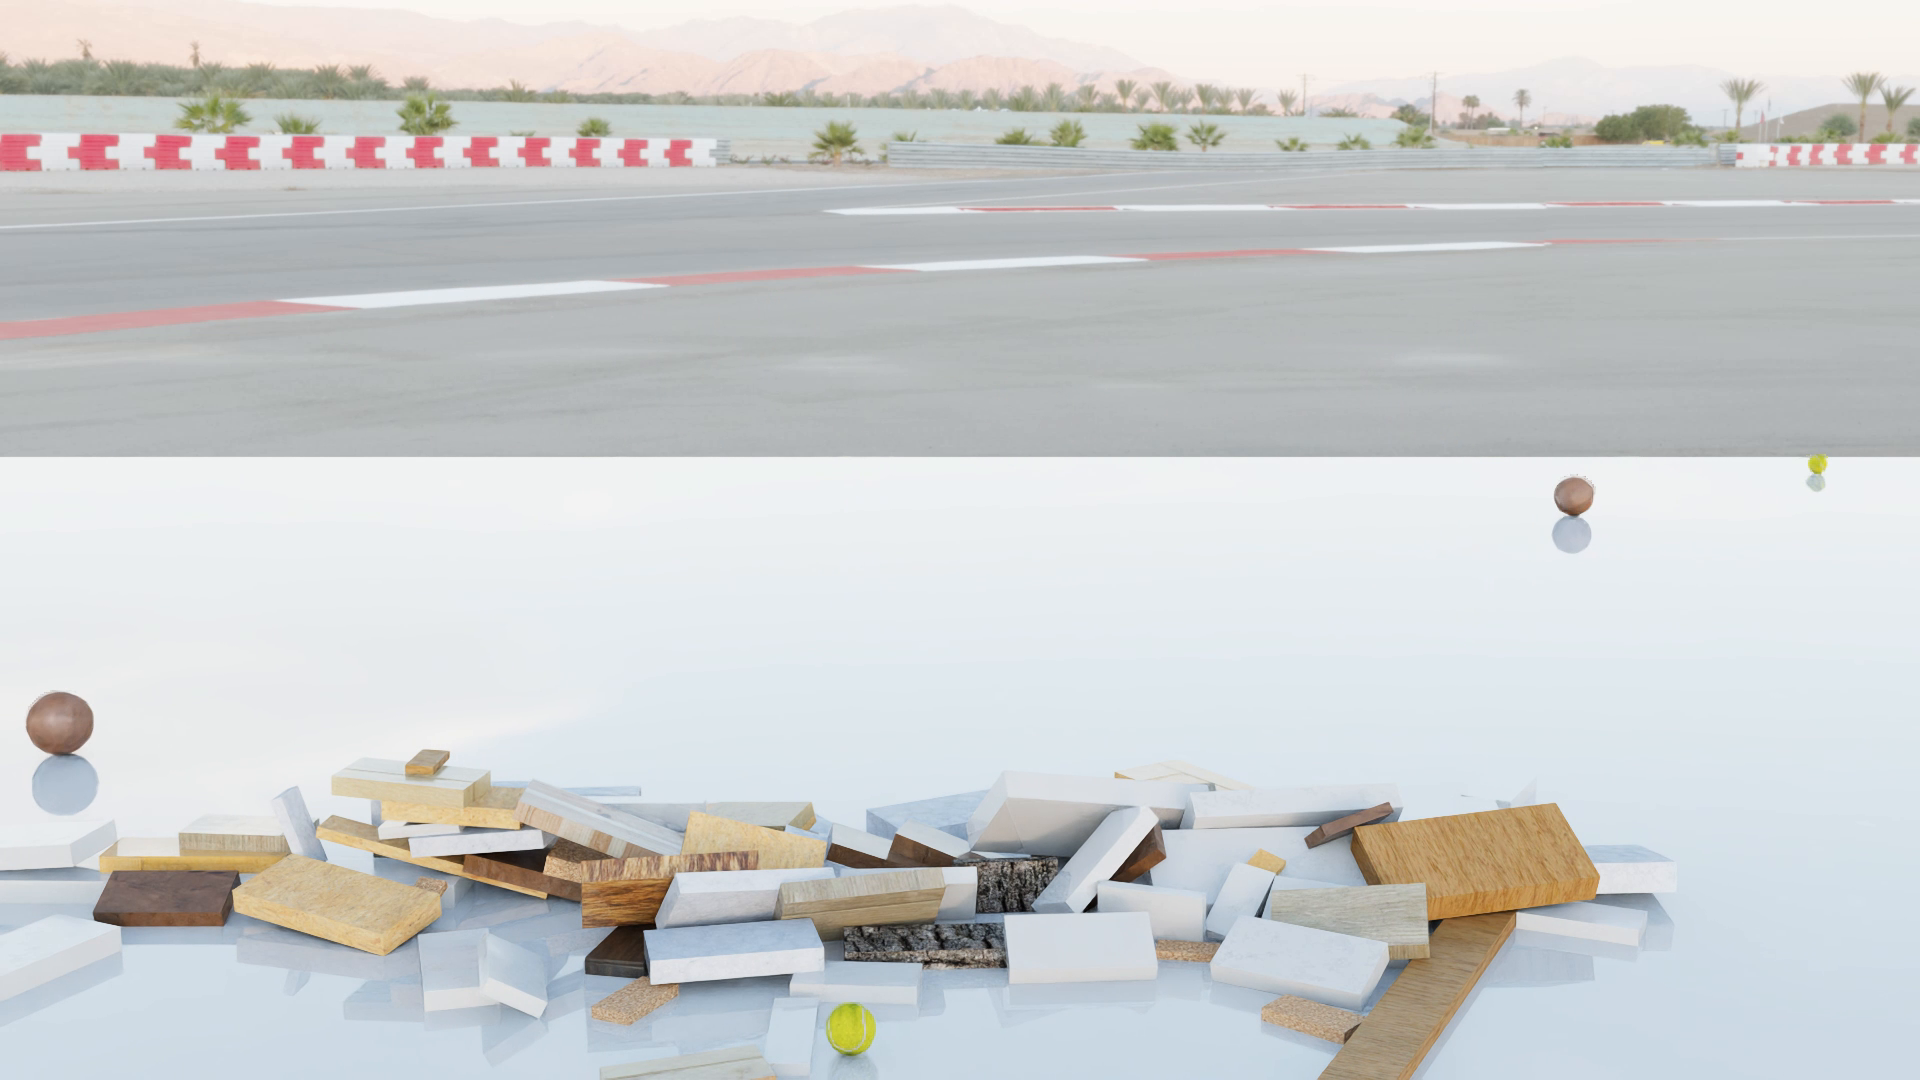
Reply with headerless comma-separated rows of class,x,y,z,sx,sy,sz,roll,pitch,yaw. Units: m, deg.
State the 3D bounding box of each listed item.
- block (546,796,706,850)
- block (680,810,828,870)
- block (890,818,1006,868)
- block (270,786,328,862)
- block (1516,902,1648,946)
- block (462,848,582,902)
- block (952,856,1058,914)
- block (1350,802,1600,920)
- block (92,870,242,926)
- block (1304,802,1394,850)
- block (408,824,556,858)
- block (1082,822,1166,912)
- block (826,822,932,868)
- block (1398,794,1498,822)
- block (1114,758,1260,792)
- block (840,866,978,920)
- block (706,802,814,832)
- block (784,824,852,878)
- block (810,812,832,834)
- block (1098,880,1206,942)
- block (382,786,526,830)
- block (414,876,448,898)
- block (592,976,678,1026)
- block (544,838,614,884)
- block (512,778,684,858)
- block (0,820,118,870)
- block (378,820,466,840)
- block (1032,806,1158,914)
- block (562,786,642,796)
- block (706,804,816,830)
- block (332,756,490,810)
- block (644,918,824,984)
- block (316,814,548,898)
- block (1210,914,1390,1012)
block,-0.568,0.507,3.743,0.271,0.135,0.038,0,11,0
block,-0.336,0.518,3.543,0.227,0.113,0.032,14,-35,-7
block,-0.002,0.533,3.689,0.215,0.030,0.108,21,10,8
block,-1.099,0.484,3.661,0.019,0.137,0.068,-18,8,9
block,0.992,0.606,3.510,0.188,0.027,0.094,5,12,25
block,-0.701,0.547,3.663,0.228,0.032,0.114,14,11,0
block,0.074,0.562,3.584,0.169,0.085,0.024,-1,8,-5
block,0.828,0.520,3.546,0.350,0.050,0.175,-5,36,-10
block,-1.280,0.579,3.553,0.204,0.029,0.102,0,32,0
block,0.637,0.467,3.601,0.136,0.019,0.068,-15,-20,-23
block,-0.784,0.486,3.650,0.228,0.032,0.114,-5,10,9
block,0.258,0.530,3.584,0.169,0.024,0.085,-37,25,17
block,-0.115,0.532,3.655,0.215,0.030,0.108,19,10,-6
block,0.791,0.510,3.963,0.357,0.051,0.179,1,11,6
block,0.447,0.481,4.137,0.154,0.044,0.309,-7,13,-34
block,-0.082,0.566,3.514,0.215,0.108,0.030,-1,49,-3
block,-0.356,0.483,3.784,0.186,0.026,0.093,-3,18,25
block,-0.189,0.540,3.655,0.227,0.032,0.113,18,10,-4
block,-0.282,0.525,3.934,0.107,0.030,0.213,-6,12,-30
block,0.301,0.587,3.450,0.169,0.085,0.024,4,16,20
block,-0.827,0.438,3.644,0.230,0.033,0.115,3,11,4
block,-0.872,0.584,3.556,0.047,0.013,0.095,8,35,13
block,-0.471,0.669,3.194,0.064,0.018,0.128,5,12,26
block,-0.567,0.549,3.654,0.228,0.032,0.114,14,11,-1
block,-0.535,0.490,3.600,0.383,0.033,0.115,21,12,-4
block,-1.573,0.514,3.686,0.270,0.038,0.135,-4,10,11
block,-0.888,0.471,3.651,0.137,0.019,0.068,-6,10,6
block,0.218,0.521,3.550,0.221,0.031,0.111,-45,11,-28
block,-0.686,0.498,3.793,0.271,0.135,0.038,-1,11,-5
block,-0.406,0.507,3.849,0.275,0.039,0.137,-4,18,24
block,-0.908,0.401,3.642,0.230,0.033,0.115,5,11,10
block,-0.340,0.615,3.293,0.256,0.036,0.128,-2,11,-12
block,-0.872,0.528,3.673,0.397,0.019,0.068,15,11,1
block,0.505,0.627,3.268,0.236,0.033,0.118,6,33,30
